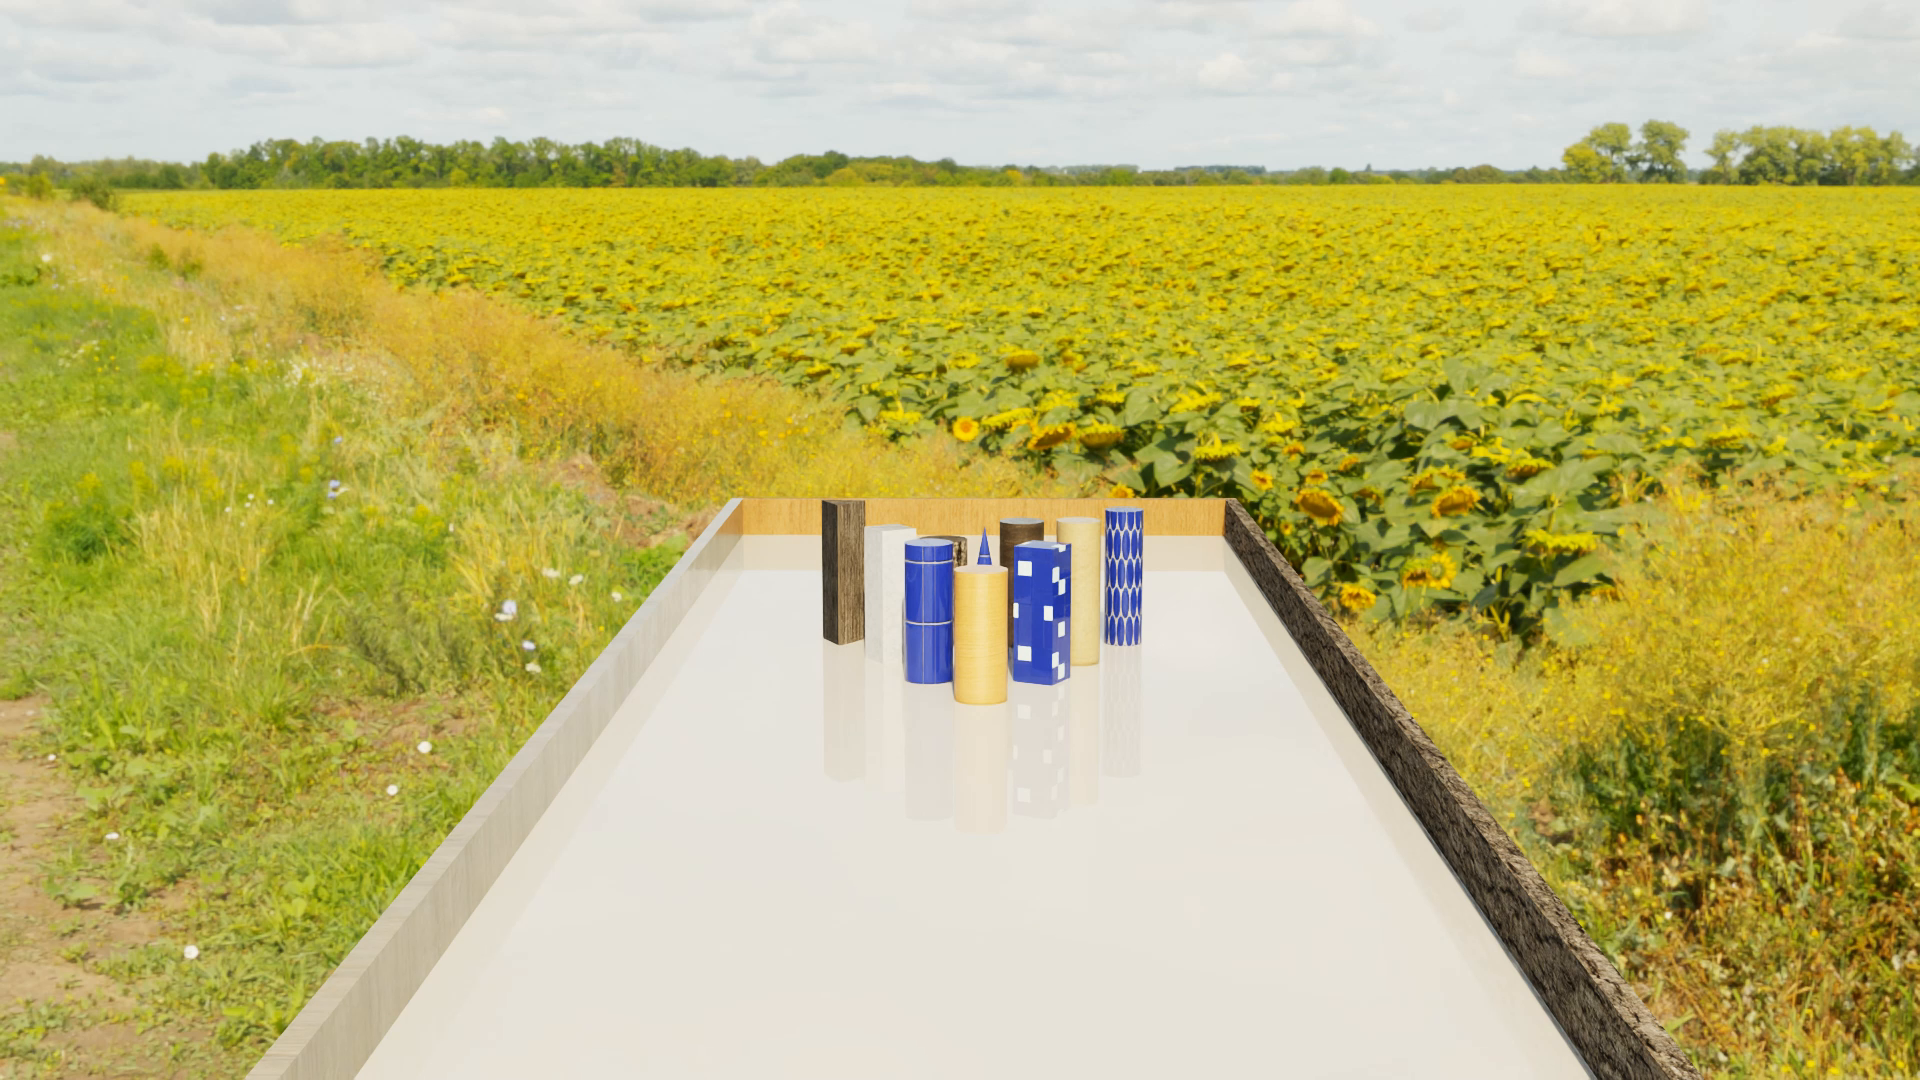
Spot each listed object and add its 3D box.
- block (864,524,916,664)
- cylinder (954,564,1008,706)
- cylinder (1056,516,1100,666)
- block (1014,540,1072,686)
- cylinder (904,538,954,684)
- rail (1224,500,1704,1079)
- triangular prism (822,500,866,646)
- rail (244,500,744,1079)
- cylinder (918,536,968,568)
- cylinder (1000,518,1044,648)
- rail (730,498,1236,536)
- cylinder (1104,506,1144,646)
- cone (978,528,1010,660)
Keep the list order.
[{"bbox_3d":[-0.211,0.162,6.689,0.116,0.405,0.116,-5,10,-30],"label":"block"},{"bbox_3d":[0.059,0.265,6.153,0.149,0.371,0.149,0,9,0],"label":"cylinder"},{"bbox_3d":[0.357,0.155,6.643,0.134,0.435,0.134,0,9,0],"label":"cylinder"},{"bbox_3d":[0.240,0.211,6.403,0.125,0.399,0.125,5,10,27],"label":"block"},{"bbox_3d":[-0.091,0.208,6.400,0.142,0.406,0.142,0,9,0],"label":"cylinder"},{"bbox_3d":[1.046,0.843,3.208,0.050,0.150,12.000,0,9,1],"label":"rail"},{"bbox_3d":[-0.388,0.098,6.969,0.119,0.445,0.137,6,11,34],"label":"triangular prism"},{"bbox_3d":[-1.004,0.839,3.234,0.050,0.150,12.000,0,9,1],"label":"rail"},{"bbox_3d":[-0.054,0.159,6.954,0.155,0.329,0.155,0,9,0],"label":"cylinder"},{"bbox_3d":[0.193,0.134,6.911,0.141,0.393,0.141,0,9,0],"label":"cylinder"},{"bbox_3d":[0.099,-0.098,9.147,2.100,0.150,0.050,0,9,1],"label":"rail"},{"bbox_3d":[0.515,0.114,6.933,0.121,0.425,0.121,0,9,0],"label":"cylinder"},{"bbox_3d":[0.074,0.159,6.698,0.161,0.410,0.161,0,9,0],"label":"cone"}]
